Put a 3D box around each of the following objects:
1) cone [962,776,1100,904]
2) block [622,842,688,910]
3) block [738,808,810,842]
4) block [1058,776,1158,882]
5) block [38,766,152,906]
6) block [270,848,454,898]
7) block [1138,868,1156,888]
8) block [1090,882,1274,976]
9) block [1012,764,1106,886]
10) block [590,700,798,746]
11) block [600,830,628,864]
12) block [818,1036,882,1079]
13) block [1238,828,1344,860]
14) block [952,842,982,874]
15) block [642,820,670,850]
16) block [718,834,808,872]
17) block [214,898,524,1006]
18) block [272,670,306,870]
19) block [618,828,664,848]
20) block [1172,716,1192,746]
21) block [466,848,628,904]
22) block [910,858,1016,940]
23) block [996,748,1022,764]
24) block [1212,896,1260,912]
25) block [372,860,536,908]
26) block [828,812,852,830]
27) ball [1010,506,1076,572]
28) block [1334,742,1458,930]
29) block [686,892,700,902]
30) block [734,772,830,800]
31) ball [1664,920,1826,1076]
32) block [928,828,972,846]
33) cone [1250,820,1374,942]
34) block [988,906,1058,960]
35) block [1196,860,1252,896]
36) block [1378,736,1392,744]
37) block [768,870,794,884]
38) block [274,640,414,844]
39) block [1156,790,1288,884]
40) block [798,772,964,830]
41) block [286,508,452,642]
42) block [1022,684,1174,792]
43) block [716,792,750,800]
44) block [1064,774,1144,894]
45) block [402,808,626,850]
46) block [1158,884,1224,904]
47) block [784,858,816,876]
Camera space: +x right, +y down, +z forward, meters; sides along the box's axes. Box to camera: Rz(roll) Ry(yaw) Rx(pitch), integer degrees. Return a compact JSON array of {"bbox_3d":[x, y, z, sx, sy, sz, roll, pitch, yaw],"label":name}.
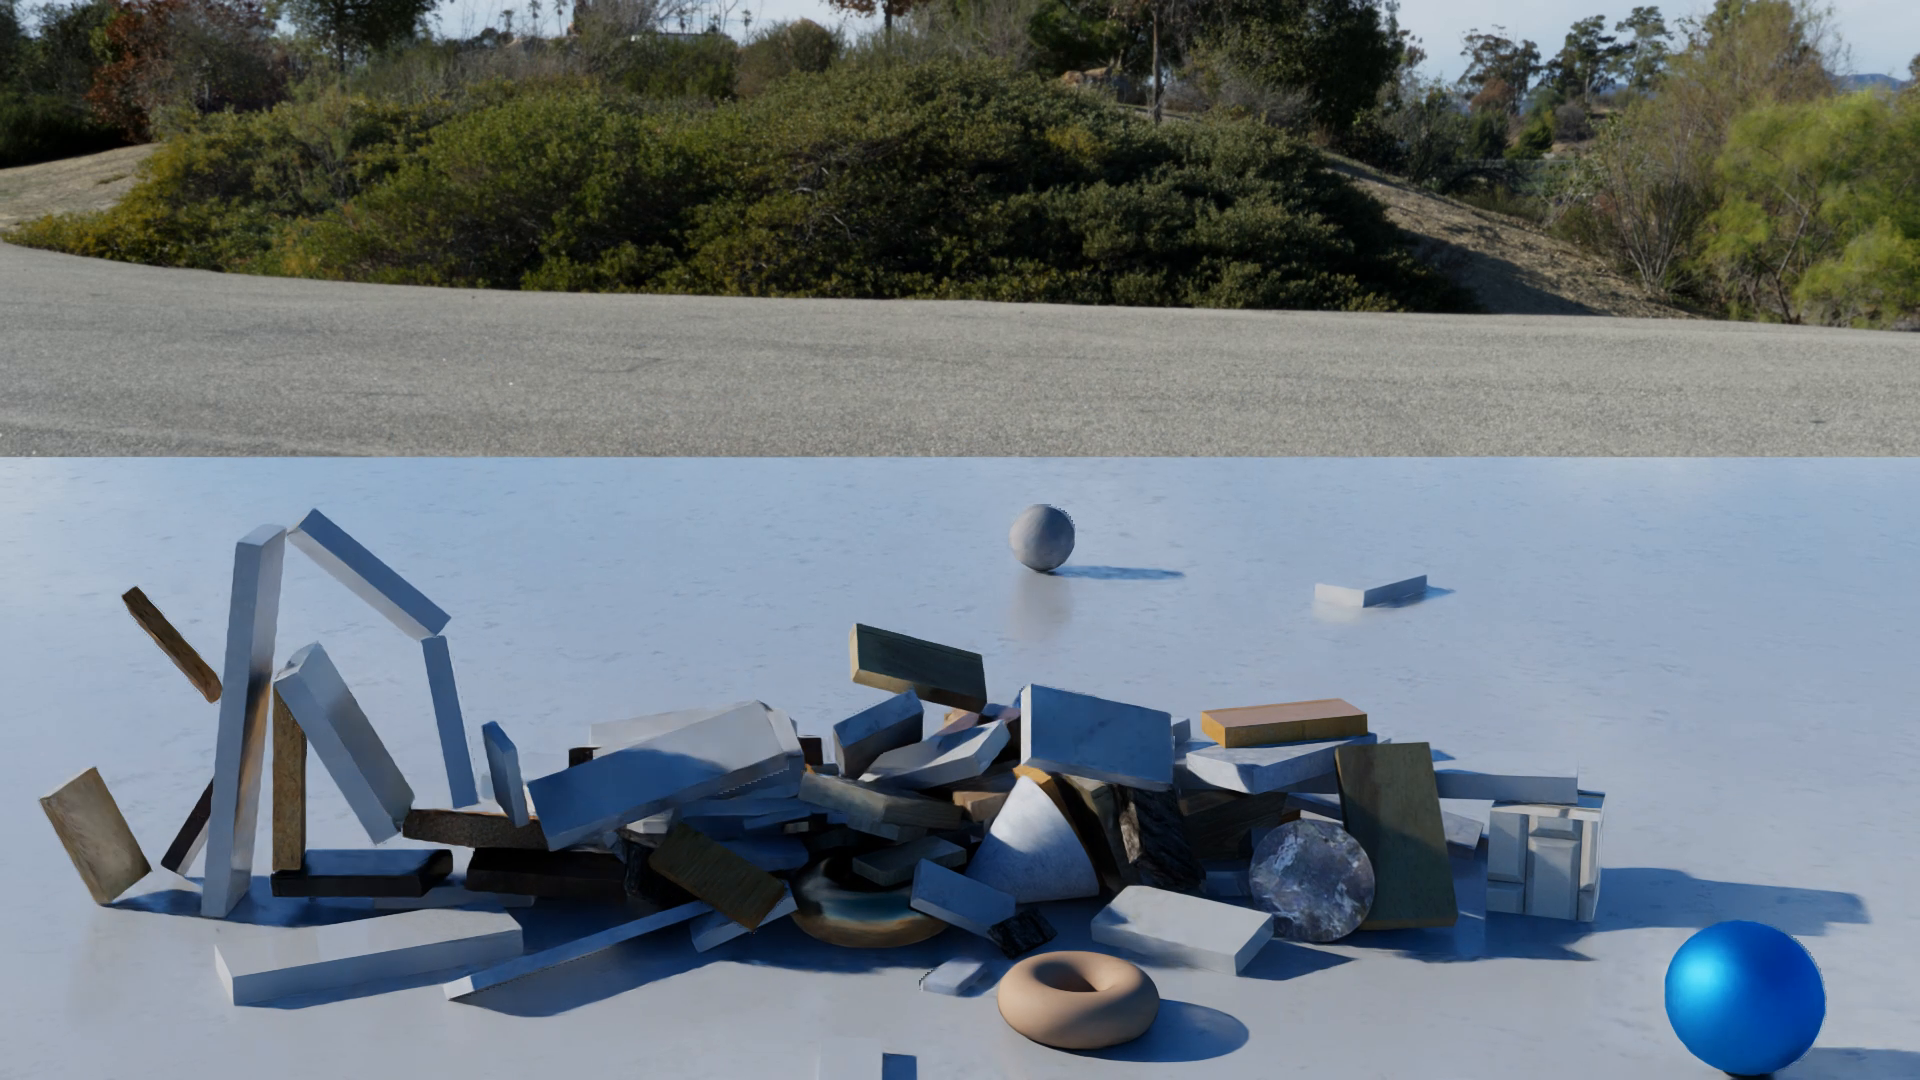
[{"bbox_3d":[0.066,0.547,3.612,0.233,0.233,0.233,-31,19,-14],"label":"cone"},{"bbox_3d":[-0.484,0.541,3.516,0.021,0.074,0.148,-6,-25,26],"label":"block"},{"bbox_3d":[-0.307,0.470,3.634,0.113,0.016,0.057,-10,-24,-19],"label":"block"},{"bbox_3d":[0.256,0.478,3.695,0.219,0.109,0.031,38,47,18],"label":"block"},{"bbox_3d":[-1.422,0.486,3.620,0.029,0.203,0.102,-13,18,31],"label":"block"},{"bbox_3d":[-0.980,0.546,3.610,0.258,0.037,0.129,-2,11,11],"label":"block"},{"bbox_3d":[0.288,0.527,3.634,0.020,0.140,0.070,-25,17,-14],"label":"block"},{"bbox_3d":[0.345,0.603,3.421,0.253,0.036,0.126,7,26,34],"label":"block"},{"bbox_3d":[0.165,0.480,3.689,0.031,0.219,0.109,-31,19,-13],"label":"block"},{"bbox_3d":[-0.515,0.378,4.253,0.356,0.050,0.178,-10,-22,19],"label":"block"},{"bbox_3d":[-0.526,0.536,3.616,0.021,0.149,0.074,-45,20,-6],"label":"block"},{"bbox_3d":[-0.146,0.712,2.949,0.084,0.024,0.167,0,11,-2],"label":"block"},{"bbox_3d":[0.624,0.523,3.736,0.284,0.040,0.142,0,-19,-2],"label":"block"},{"bbox_3d":[-0.017,0.557,3.773,0.190,0.027,0.095,-6,12,-30],"label":"block"},{"bbox_3d":[-0.444,0.521,3.766,0.197,0.099,0.028,-3,39,-14],"label":"block"},{"bbox_3d":[-0.347,0.519,3.609,0.180,0.025,0.090,-6,15,-17],"label":"block"},{"bbox_3d":[-0.900,0.625,3.360,0.431,0.043,0.153,-5,12,-27],"label":"block"},{"bbox_3d":[-1.098,0.374,3.603,0.043,0.306,0.153,1,4,-14],"label":"block"},{"bbox_3d":[-0.477,0.495,3.554,0.149,0.016,0.057,12,-11,32],"label":"block"},{"bbox_3d":[0.273,0.355,3.848,0.132,0.037,0.264,2,11,42],"label":"block"},{"bbox_3d":[-0.673,0.547,3.618,0.258,0.037,0.129,6,10,-6],"label":"block"},{"bbox_3d":[0.006,0.566,3.439,0.168,0.024,0.084,25,36,-14],"label":"block"},{"bbox_3d":[0.179,0.441,4.081,0.277,0.139,0.039,0,1,-2],"label":"block"},{"bbox_3d":[0.423,0.596,3.581,0.139,0.020,0.070,-1,11,-3],"label":"block"},{"bbox_3d":[-0.833,0.573,3.661,0.258,0.037,0.129,0,11,-2],"label":"block"},{"bbox_3d":[-0.159,0.483,3.722,0.070,0.020,0.140,-8,-21,26],"label":"block"},{"bbox_3d":[0.238,-0.005,6.354,0.189,0.189,0.189,0,11,0],"label":"ball"},{"bbox_3d":[0.703,0.477,3.559,0.152,0.304,0.043,-2,-31,-1],"label":"block"},{"bbox_3d":[-0.394,0.577,3.637,0.148,0.021,0.074,3,9,-20],"label":"block"},{"bbox_3d":[-0.305,0.431,3.732,0.163,0.023,0.081,-13,-10,-16],"label":"block"},{"bbox_3d":[1.057,0.617,2.966,0.205,0.205,0.205,0,11,0],"label":"ball"},{"bbox_3d":[-0.074,0.523,3.870,0.190,0.027,0.095,-5,3,2],"label":"block"},{"bbox_3d":[0.582,0.522,3.529,0.197,0.197,0.197,4,8,19],"label":"cone"},{"bbox_3d":[0.098,0.611,3.423,0.112,0.016,0.056,-13,56,-50],"label":"block"},{"bbox_3d":[0.541,0.559,3.651,0.283,0.040,0.142,0,0,-1],"label":"block"},{"bbox_3d":[0.703,0.415,4.489,0.310,0.044,0.155,8,13,38],"label":"block"},{"bbox_3d":[-0.346,0.556,3.645,0.180,0.026,0.090,5,8,-28],"label":"block"},{"bbox_3d":[-0.981,0.322,3.516,0.043,0.306,0.153,-26,16,4],"label":"block"},{"bbox_3d":[0.448,0.494,3.781,0.283,0.142,0.040,-10,32,-43],"label":"block"},{"bbox_3d":[-0.127,0.432,3.625,0.154,0.044,0.309,13,-4,24],"label":"block"},{"bbox_3d":[-0.960,0.060,3.562,0.276,0.039,0.138,41,-22,-16],"label":"block"},{"bbox_3d":[0.219,0.317,3.507,0.252,0.126,0.036,13,-32,-20],"label":"block"},{"bbox_3d":[-0.356,0.472,3.918,0.138,0.039,0.276,-7,-7,11],"label":"block"},{"bbox_3d":[0.242,0.488,3.630,0.031,0.219,0.109,-25,17,-14],"label":"block"},{"bbox_3d":[-0.746,0.489,3.699,0.169,0.048,0.338,0,-8,39],"label":"block"},{"bbox_3d":[0.367,0.590,3.521,0.070,0.020,0.140,-27,31,-31],"label":"block"},{"bbox_3d":[-0.218,0.546,3.696,0.180,0.026,0.090,9,7,-36],"label":"block"}]
